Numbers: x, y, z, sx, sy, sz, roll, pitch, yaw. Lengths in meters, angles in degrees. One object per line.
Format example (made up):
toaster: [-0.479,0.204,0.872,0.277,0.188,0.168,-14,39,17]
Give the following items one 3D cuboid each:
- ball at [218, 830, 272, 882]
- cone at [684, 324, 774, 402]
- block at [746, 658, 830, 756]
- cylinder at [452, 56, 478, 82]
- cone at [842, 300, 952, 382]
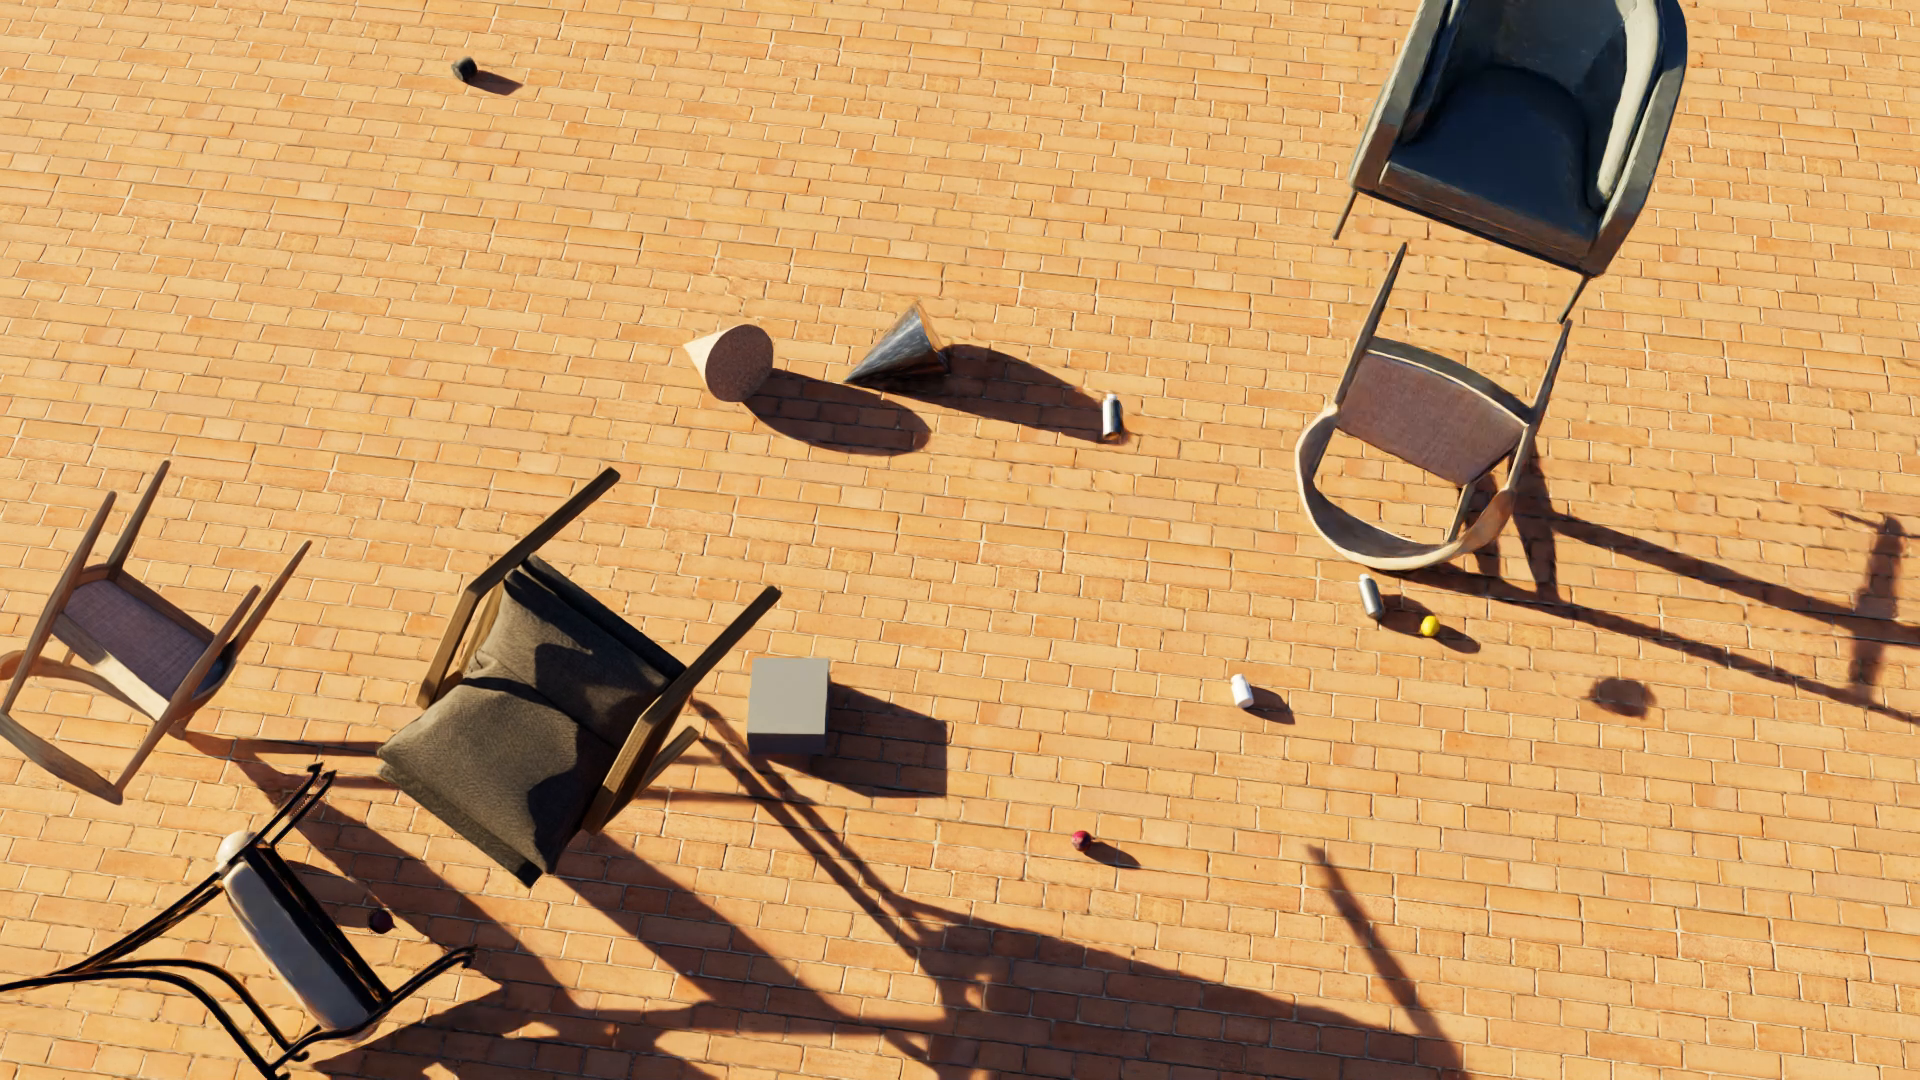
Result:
ball: [-1.927,0.850,5.921,0.137,0.137,0.137,0,56,0]
cone: [-0.781,-0.584,6.898,0.273,0.242,0.283,-31,36,-35]
block: [-0.480,0.467,6.187,0.214,0.122,0.241,1,56,1]
cylinder: [-1.720,-1.638,7.634,0.064,0.064,0.069,-38,61,-17]
cone: [-0.228,-0.563,6.881,0.325,0.246,0.278,-25,38,9]
